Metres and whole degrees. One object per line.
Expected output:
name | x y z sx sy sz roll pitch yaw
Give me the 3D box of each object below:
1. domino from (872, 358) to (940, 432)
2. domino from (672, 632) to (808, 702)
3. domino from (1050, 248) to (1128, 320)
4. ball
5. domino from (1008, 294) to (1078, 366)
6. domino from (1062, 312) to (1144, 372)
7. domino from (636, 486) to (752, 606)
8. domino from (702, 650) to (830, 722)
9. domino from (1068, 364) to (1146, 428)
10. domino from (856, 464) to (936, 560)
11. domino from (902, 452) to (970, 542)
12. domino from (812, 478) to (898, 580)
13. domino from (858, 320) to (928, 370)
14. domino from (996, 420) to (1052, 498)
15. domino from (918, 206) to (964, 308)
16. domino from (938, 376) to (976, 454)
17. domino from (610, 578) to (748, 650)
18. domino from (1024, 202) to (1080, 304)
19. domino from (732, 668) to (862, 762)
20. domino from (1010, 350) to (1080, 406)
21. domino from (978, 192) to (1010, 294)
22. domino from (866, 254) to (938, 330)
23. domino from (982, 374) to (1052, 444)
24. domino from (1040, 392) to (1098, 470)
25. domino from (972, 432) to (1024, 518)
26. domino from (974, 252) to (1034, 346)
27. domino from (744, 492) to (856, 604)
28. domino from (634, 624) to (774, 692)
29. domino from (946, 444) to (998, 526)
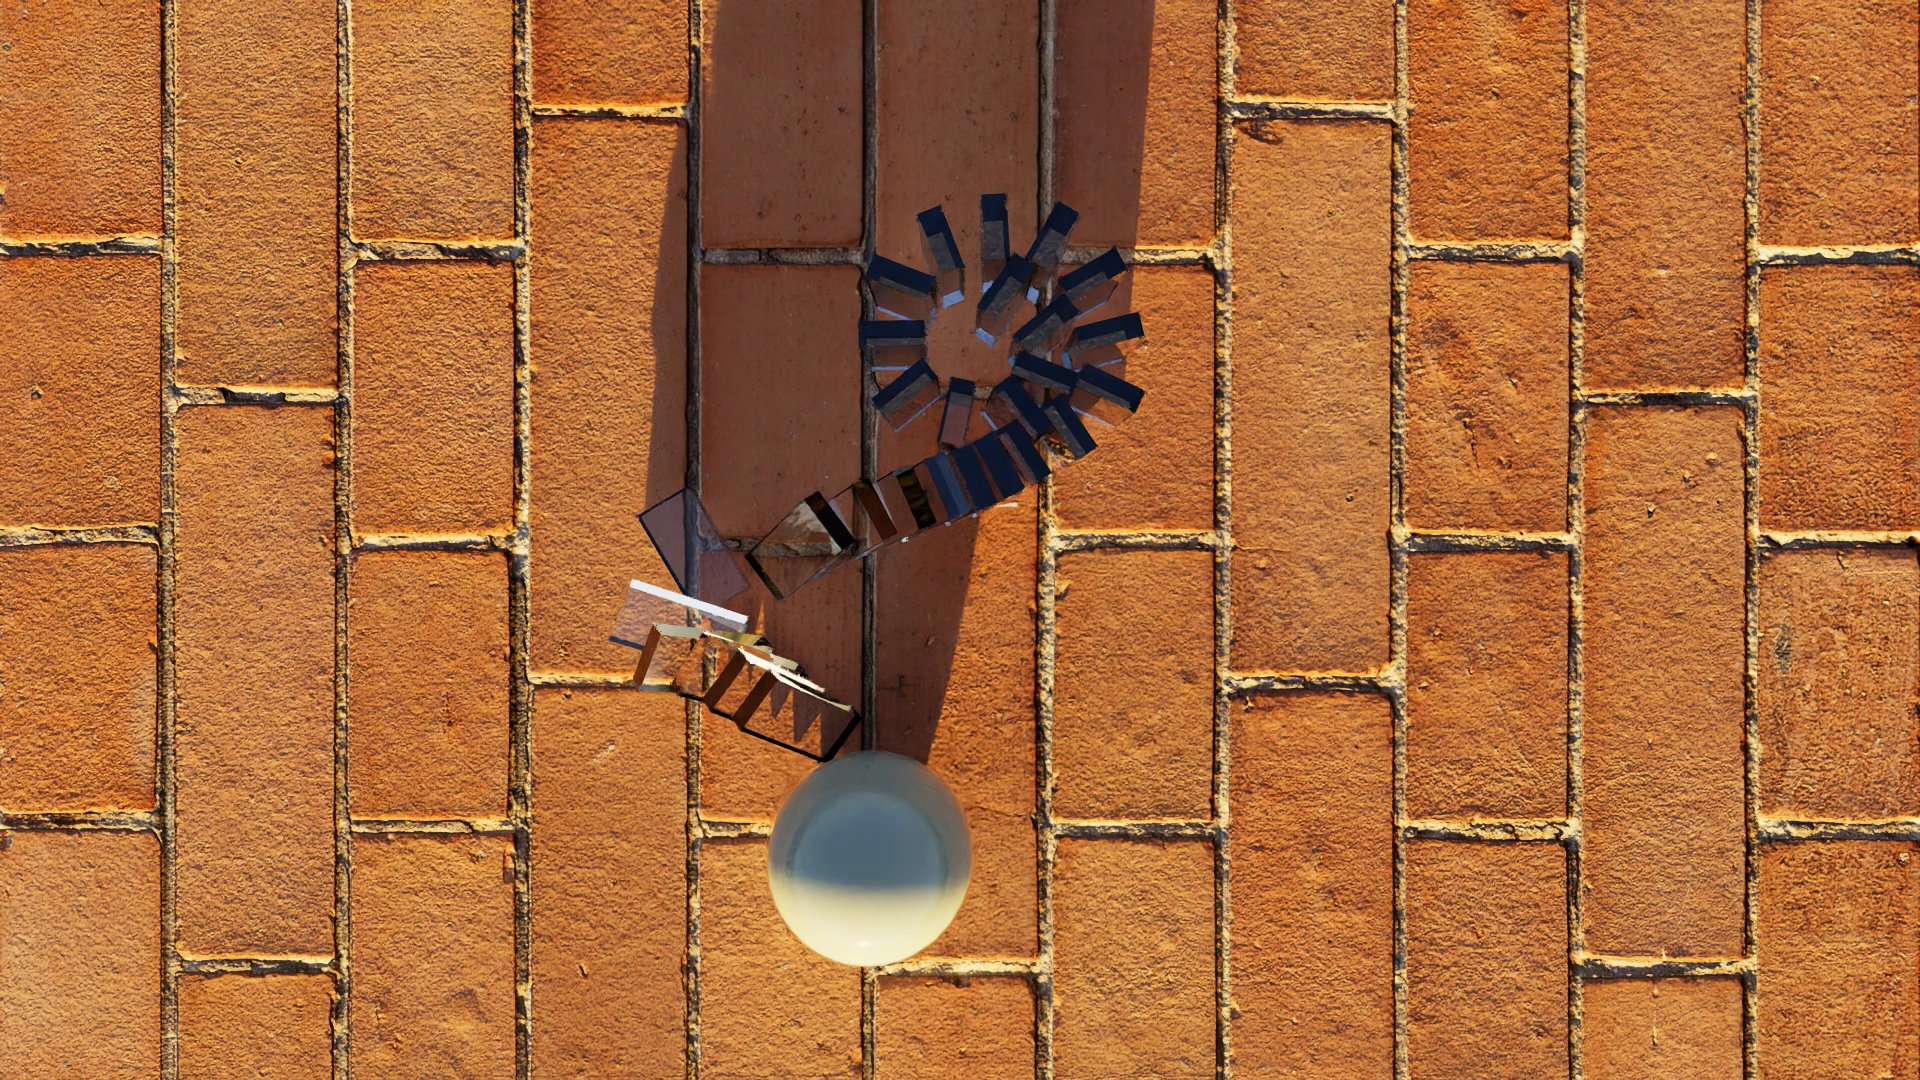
domino | -0.021 -0.058 0.375 0.025 0.050 0.010 -39 90 0
domino | -0.090 0.057 0.379 0.050 0.010 0.025 29 95 -43
domino | 0.051 -0.102 0.375 0.025 0.050 0.009 -29 90 0
ball | -0.035 0.123 0.360 0.080 0.080 0.080 0 90 0
domino | 0.033 -0.083 0.375 0.025 0.050 0.010 -40 90 0
domino | 0.057 -0.080 0.375 0.025 0.050 0.009 -14 90 0
domino | -0.114 0.005 0.395 0.025 0.010 0.050 -31 90 0
domino | -0.078 0.066 0.379 0.025 0.010 0.050 -54 133 0
domino | 0.058 -0.058 0.375 0.025 0.050 0.010 25 90 0
domino | -0.032 -0.011 0.378 0.010 0.050 0.025 -24 90 -39
domino | -0.015 -0.017 0.376 0.009 0.050 0.025 -24 90 -27
domino | -0.050 -0.004 0.380 0.050 0.009 0.025 -28 90 43
domino | -0.026 -0.079 0.375 0.025 0.050 0.010 -1 90 0
domino | 0.023 -0.032 0.375 0.009 0.050 0.025 -33 90 -5
domino | -0.007 -0.115 0.375 0.010 0.050 0.025 -22 90 0
domino | -0.002 -0.049 0.375 0.009 0.050 0.025 12 89 0
domino | -0.118 0.037 0.385 0.050 0.009 0.025 21 101 -20
domino | 0.035 -0.116 0.375 0.009 0.050 0.025 30 90 0
domino | -0.067 0.074 0.379 0.025 0.009 0.050 -54 133 0
domino | 0.033 -0.064 0.375 0.025 0.050 0.010 21 90 0
domino | 0.014 -0.120 0.375 0.010 0.050 0.025 -4 90 0
domino | -0.023 -0.101 0.375 0.025 0.050 0.009 21 90 0
domino | 0.022 -0.050 0.375 0.009 0.050 0.025 -38 90 -5
domino | 0.042 -0.043 0.375 0.010 0.050 0.025 -34 90 0
domino | 0.009 -0.026 0.375 0.010 0.050 0.025 -29 90 -15
domino | 0.018 -0.097 0.375 0.009 0.050 0.025 36 90 0
domino | -0.067 0.004 0.381 0.050 0.009 0.025 -37 90 39
domino | -0.105 0.050 0.376 0.050 0.010 0.025 13 106 -41
domino | -0.001 -0.022 0.375 0.010 0.050 0.025 -24 91 -15
